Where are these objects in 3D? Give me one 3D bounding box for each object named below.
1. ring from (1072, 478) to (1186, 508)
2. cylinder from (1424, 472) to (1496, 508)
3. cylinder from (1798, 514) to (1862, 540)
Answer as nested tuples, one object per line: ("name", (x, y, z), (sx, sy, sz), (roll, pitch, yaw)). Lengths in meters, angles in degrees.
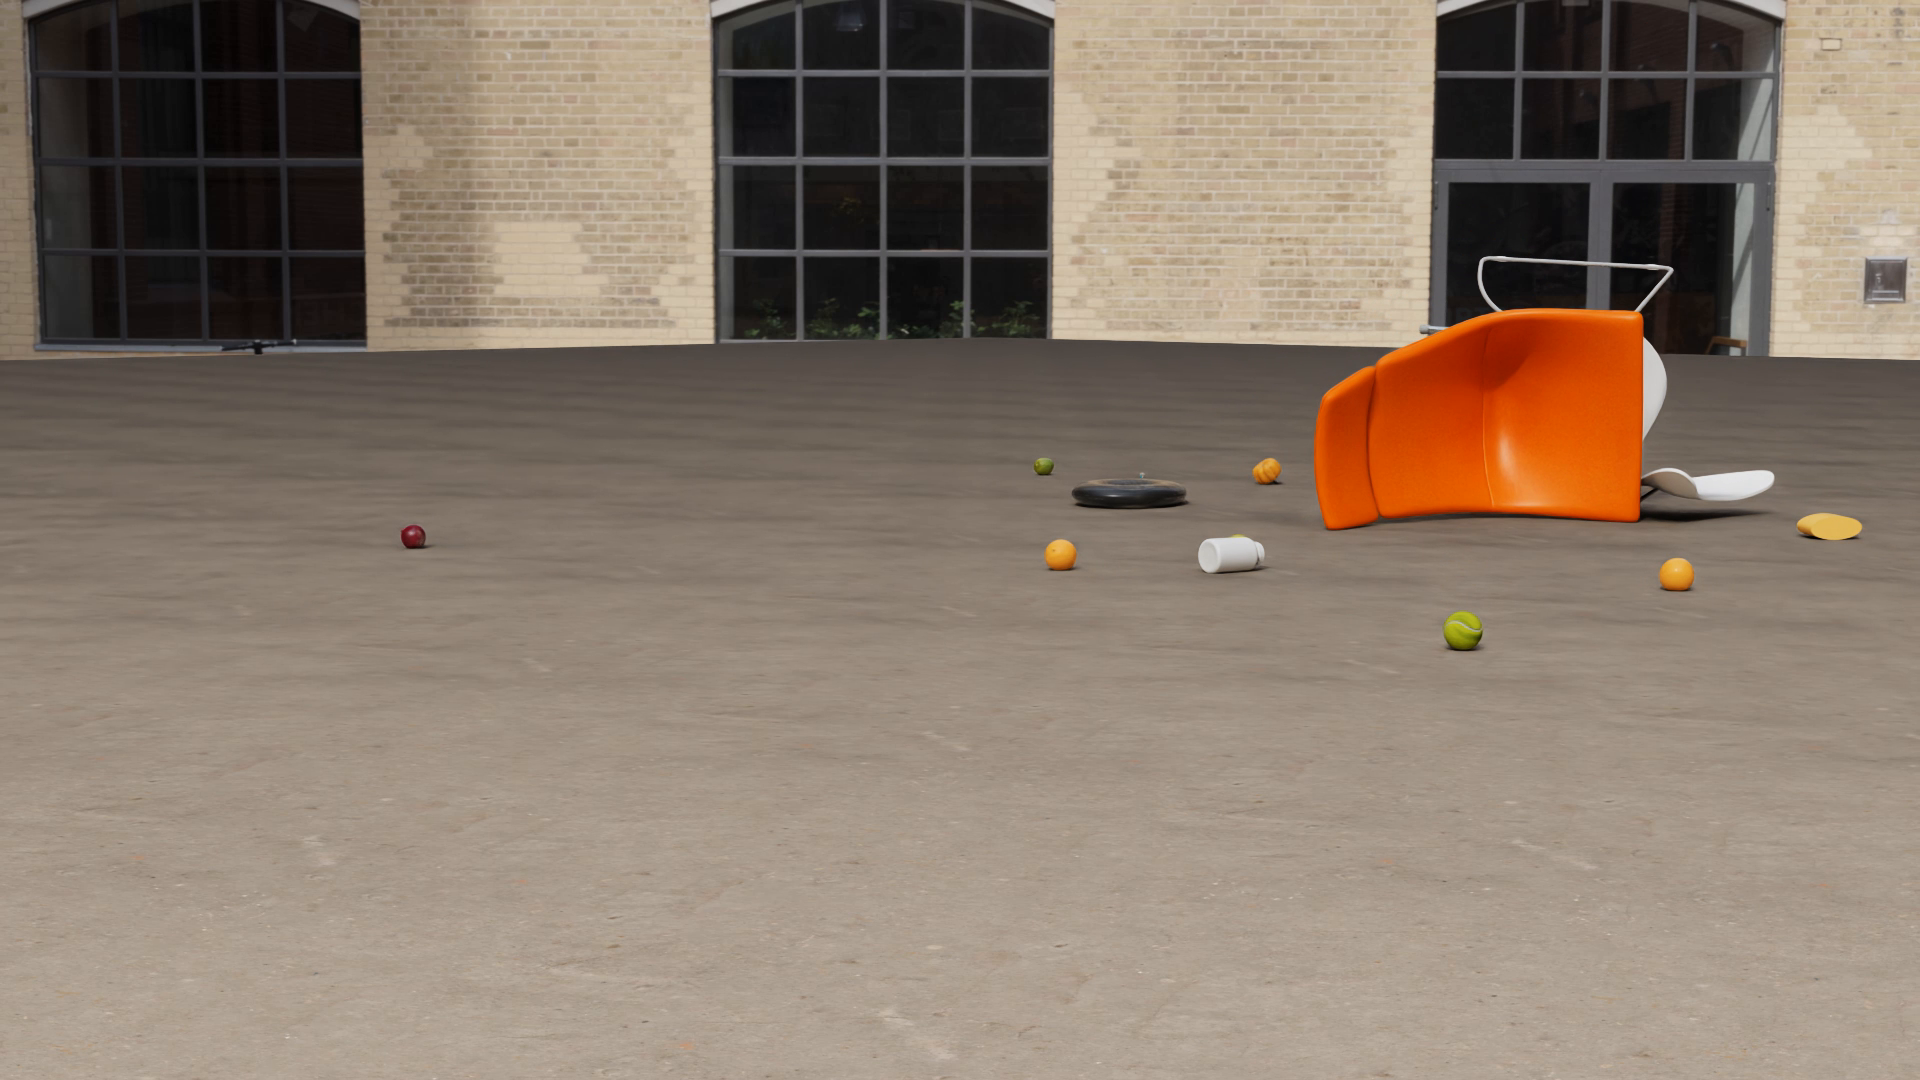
("ring", (0.489, -0.135, 7.410), (0.314, 0.066, 0.389), (4, 7, 32))
("cylinder", (1.435, -0.143, 7.367), (0.138, 0.088, 0.163), (-3, 7, -25))
("cylinder", (2.188, -0.034, 6.459), (0.130, 0.058, 0.092), (-3, 6, -3))
